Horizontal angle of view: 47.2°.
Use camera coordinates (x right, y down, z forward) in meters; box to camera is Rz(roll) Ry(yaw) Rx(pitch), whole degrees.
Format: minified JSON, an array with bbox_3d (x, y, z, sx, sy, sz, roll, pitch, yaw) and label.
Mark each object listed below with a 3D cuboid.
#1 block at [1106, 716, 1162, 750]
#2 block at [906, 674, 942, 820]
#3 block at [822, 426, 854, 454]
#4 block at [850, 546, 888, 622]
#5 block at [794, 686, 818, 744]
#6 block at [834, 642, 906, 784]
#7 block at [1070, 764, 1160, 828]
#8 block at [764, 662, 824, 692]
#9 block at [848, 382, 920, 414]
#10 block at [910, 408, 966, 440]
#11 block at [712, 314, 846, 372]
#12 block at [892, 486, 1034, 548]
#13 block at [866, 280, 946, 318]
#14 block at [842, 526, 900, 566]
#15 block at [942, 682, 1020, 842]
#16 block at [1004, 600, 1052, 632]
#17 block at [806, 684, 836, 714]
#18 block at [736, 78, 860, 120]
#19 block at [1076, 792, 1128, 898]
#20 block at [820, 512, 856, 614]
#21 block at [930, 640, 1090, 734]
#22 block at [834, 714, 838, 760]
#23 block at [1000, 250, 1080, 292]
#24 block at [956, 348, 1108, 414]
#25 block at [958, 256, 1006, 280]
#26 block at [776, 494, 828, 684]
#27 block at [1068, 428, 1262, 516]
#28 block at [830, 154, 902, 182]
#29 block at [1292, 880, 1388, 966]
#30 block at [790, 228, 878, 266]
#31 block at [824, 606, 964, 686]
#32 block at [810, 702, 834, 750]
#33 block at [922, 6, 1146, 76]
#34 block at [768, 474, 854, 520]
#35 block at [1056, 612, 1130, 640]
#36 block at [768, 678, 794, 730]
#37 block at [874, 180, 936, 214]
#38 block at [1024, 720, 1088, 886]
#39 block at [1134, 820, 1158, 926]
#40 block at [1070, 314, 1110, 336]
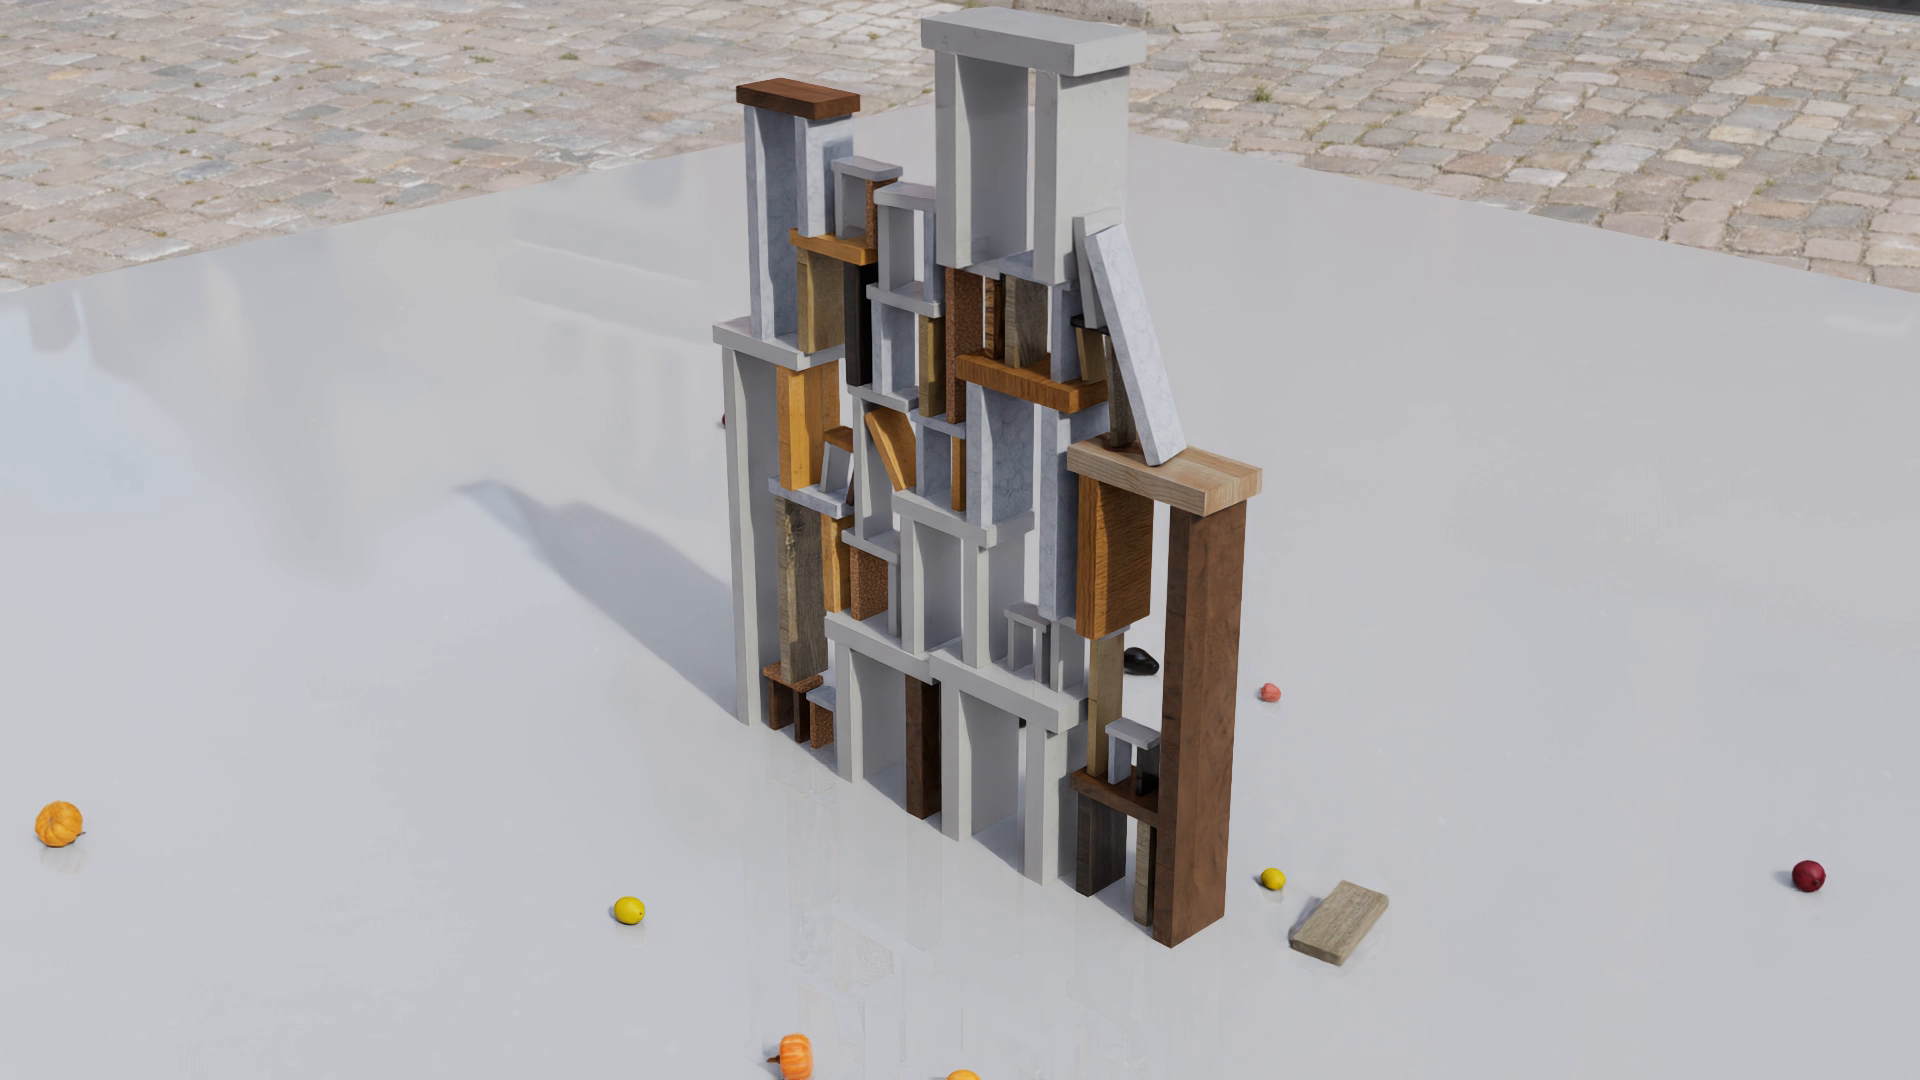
[{"bbox_3d":[0.320,0.354,4.022,0.100,0.014,0.050,21,31,40],"label":"block"},{"bbox_3d":[-0.037,0.392,4.435,0.044,0.313,0.157,21,31,40],"label":"block"},{"bbox_3d":[-0.214,-0.197,4.378,0.115,0.016,0.058,26,34,38],"label":"block"},{"bbox_3d":[-0.183,0.074,4.459,0.083,0.166,0.023,-21,31,-41],"label":"block"},{"bbox_3d":[-0.328,0.370,4.730,0.062,0.124,0.018,-21,31,-41],"label":"block"},{"bbox_3d":[-0.184,0.334,4.572,0.044,0.313,0.157,21,31,41],"label":"block"},{"bbox_3d":[0.321,0.465,4.073,0.216,0.031,0.108,21,31,40],"label":"block"},{"bbox_3d":[-0.359,0.292,4.732,0.124,0.018,0.062,21,31,41],"label":"block"},{"bbox_3d":[-0.132,-0.284,4.239,0.163,0.023,0.081,21,31,41],"label":"block"},{"bbox_3d":[-0.016,-0.225,4.143,0.074,0.021,0.148,-21,31,-40],"label":"block"},{"bbox_3d":[-0.367,-0.404,4.456,0.131,0.037,0.263,-21,31,-41],"label":"block"},{"bbox_3d":[0.004,-0.054,4.191,0.129,0.036,0.257,-21,31,-40],"label":"block"},{"bbox_3d":[-0.080,-0.456,4.116,0.182,0.026,0.091,21,31,40],"label":"block"},{"bbox_3d":[-0.150,0.004,4.381,0.083,0.023,0.166,-20,30,-40],"label":"block"},{"bbox_3d":[0.041,0.413,4.354,0.048,0.339,0.170,21,31,41],"label":"block"},{"bbox_3d":[0.141,0.144,4.134,0.054,0.015,0.108,-21,31,-41],"label":"block"},{"bbox_3d":[-0.268,0.339,4.657,0.112,0.016,0.056,21,31,41],"label":"block"},{"bbox_3d":[-0.310,-0.843,4.198,0.229,0.032,0.114,21,31,41],"label":"block"},{"bbox_3d":[0.270,0.559,4.168,0.031,0.216,0.108,21,31,40],"label":"block"},{"bbox_3d":[-0.231,0.033,4.496,0.030,0.212,0.106,20,30,41],"label":"block"},{"bbox_3d":[0.121,0.265,4.205,0.339,0.048,0.170,21,31,41],"label":"block"},{"bbox_3d":[-0.242,0.408,4.657,0.016,0.112,0.056,21,31,41],"label":"block"},{"bbox_3d":[0.159,-0.472,3.849,0.085,0.024,0.170,-21,31,-40],"label":"block"},{"bbox_3d":[0.140,-0.295,3.949,0.278,0.039,0.139,21,31,40],"label":"block"},{"bbox_3d":[0.044,-0.501,3.968,0.076,0.022,0.152,-21,31,-40],"label":"block"},{"bbox_3d":[-0.332,0.092,4.632,0.106,0.428,0.030,-21,31,-40],"label":"block"},{"bbox_3d":[0.351,-0.122,3.792,0.154,0.044,0.308,-21,31,-41],"label":"block"},{"bbox_3d":[-0.175,-0.697,4.123,0.065,0.018,0.131,-20,30,-39],"label":"block"},{"bbox_3d":[0.698,0.702,4.035,0.095,0.027,0.191,16,37,33],"label":"block"},{"bbox_3d":[-0.219,-0.572,4.225,0.106,0.030,0.211,-20,30,-39],"label":"block"},{"bbox_3d":[-0.110,0.198,4.434,0.313,0.044,0.157,21,31,41],"label":"block"},{"bbox_3d":[-0.294,0.387,4.706,0.016,0.112,0.056,21,31,41],"label":"block"},{"bbox_3d":[0.122,-0.849,3.730,0.178,0.050,0.356,-21,31,-41],"label":"block"},{"bbox_3d":[-0.282,-0.099,4.497,0.106,0.030,0.212,-21,31,-40],"label":"block"},{"bbox_3d":[0.235,0.144,4.036,0.072,0.020,0.144,-21,31,-41],"label":"block"},{"bbox_3d":[-0.386,0.347,4.784,0.018,0.124,0.062,21,31,41],"label":"block"},{"bbox_3d":[-0.063,-0.624,4.010,0.171,0.024,0.085,14,27,29],"label":"block"},{"bbox_3d":[0.201,0.475,4.207,0.048,0.339,0.170,21,31,41],"label":"block"},{"bbox_3d":[0.372,0.598,4.074,0.031,0.216,0.108,21,31,40],"label":"block"},{"bbox_3d":[0.246,-0.373,3.803,0.102,0.014,0.051,21,31,40],"label":"block"}]
